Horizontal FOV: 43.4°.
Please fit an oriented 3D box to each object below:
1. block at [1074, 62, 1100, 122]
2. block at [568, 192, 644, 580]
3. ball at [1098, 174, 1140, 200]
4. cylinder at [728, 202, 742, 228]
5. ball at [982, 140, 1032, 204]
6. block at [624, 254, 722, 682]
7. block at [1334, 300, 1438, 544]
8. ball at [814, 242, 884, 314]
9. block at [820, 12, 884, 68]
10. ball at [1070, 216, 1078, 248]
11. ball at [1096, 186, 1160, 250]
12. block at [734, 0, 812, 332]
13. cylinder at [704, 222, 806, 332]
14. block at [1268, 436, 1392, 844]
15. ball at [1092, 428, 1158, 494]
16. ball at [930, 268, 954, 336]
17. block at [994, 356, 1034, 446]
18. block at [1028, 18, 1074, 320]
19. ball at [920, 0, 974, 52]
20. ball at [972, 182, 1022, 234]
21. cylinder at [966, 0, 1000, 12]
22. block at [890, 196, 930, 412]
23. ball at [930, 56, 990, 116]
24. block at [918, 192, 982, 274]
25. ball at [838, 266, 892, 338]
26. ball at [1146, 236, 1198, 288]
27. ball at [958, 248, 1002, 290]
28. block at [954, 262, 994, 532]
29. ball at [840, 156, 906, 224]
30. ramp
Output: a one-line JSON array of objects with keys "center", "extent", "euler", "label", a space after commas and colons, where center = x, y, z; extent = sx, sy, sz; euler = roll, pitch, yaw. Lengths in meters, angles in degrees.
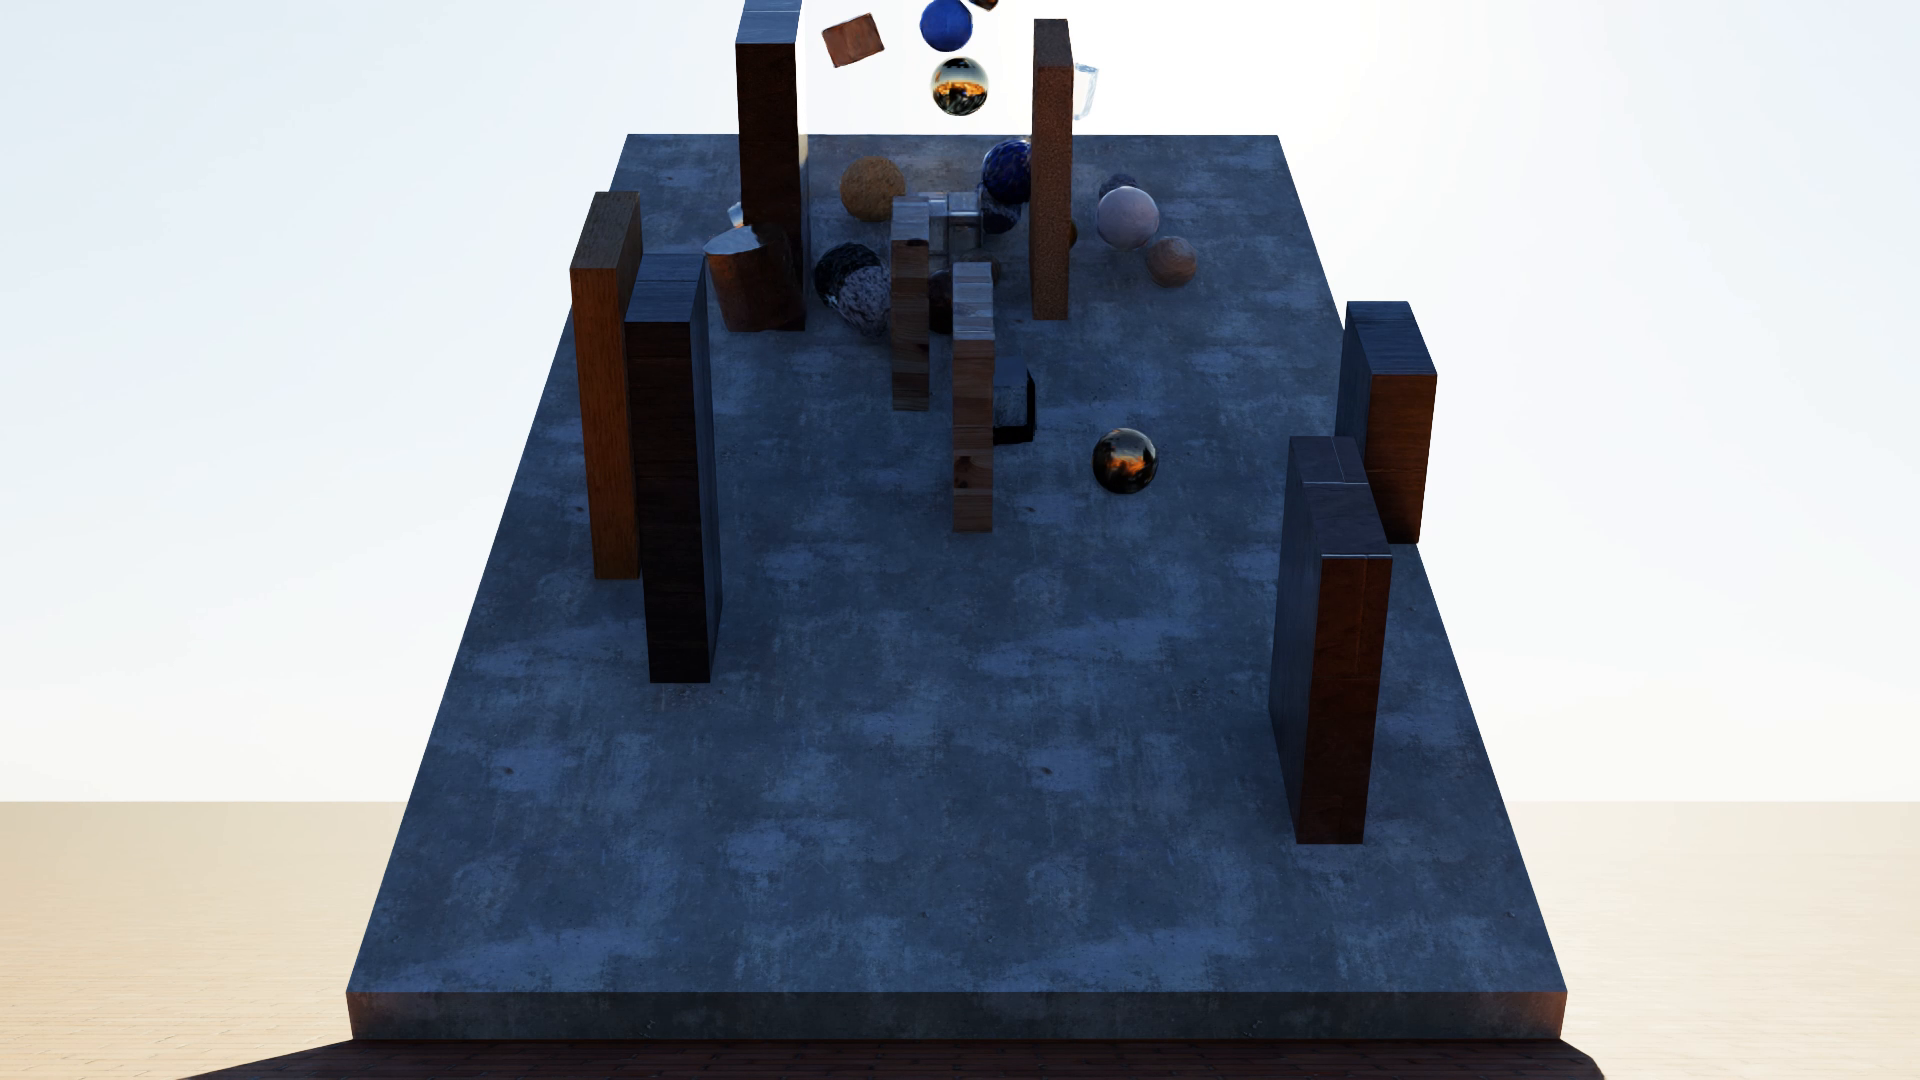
[{"center": [0.323, -1.356, 7.260], "extent": [0.140, 0.140, 0.140], "euler": [18, 24, 13], "label": "block"}, {"center": [-0.723, -0.327, 5.088], "extent": [0.092, 0.710, 0.408], "euler": [0, 30, 0], "label": "block"}, {"center": [0.452, -0.972, 6.814], "extent": [0.122, 0.122, 0.122], "euler": [0, -6, 0], "label": "ball"}, {"center": [-0.535, -0.865, 6.470], "extent": [0.127, 0.127, 0.127], "euler": [-30, -12, 8], "label": "cylinder"}, {"center": [0.144, -0.994, 6.517], "extent": [0.175, 0.175, 0.175], "euler": [0, -6, 0], "label": "ball"}, {"center": [-0.549, -0.134, 4.684], "extent": [0.118, 0.778, 0.312], "euler": [0, 30, 0], "label": "block"}, {"center": [0.926, -0.261, 5.289], "extent": [0.137, 0.407, 0.375], "euler": [0, 30, 0], "label": "block"}, {"center": [-0.283, -0.674, 6.226], "extent": [0.185, 0.185, 0.185], "euler": [0, -6, 0], "label": "ball"}, {"center": [-0.306, -1.427, 6.888], "extent": [0.113, 0.113, 0.113], "euler": [-29, 17, -28], "label": "block"}, {"center": [0.264, -0.838, 6.585], "extent": [0.116, 0.116, 0.116], "euler": [0, -6, 0], "label": "ball"}, {"center": [0.455, -0.875, 6.572], "extent": [0.174, 0.174, 0.174], "euler": [0, -6, 0], "label": "ball"}, {"center": [-0.470, -0.953, 6.135], "extent": [0.146, 0.759, 0.364], "euler": [0, 30, 0], "label": "block"}, {"center": [-0.496, -0.635, 5.839], "extent": [0.203, 0.203, 0.203], "euler": [-11, 25, 5], "label": "cylinder"}, {"center": [0.658, 0.176, 4.341], "extent": [0.117, 0.588, 0.443], "euler": [0, 30, 0], "label": "block"}, {"center": [0.369, -0.176, 5.395], "extent": [0.150, 0.150, 0.150], "euler": [0, -6, 0], "label": "ball"}, {"center": [-0.030, -0.604, 6.121], "extent": [0.169, 0.169, 0.169], "euler": [0, -6, 0], "label": "ball"}, {"center": [0.085, -0.325, 5.652], "extent": [0.151, 0.151, 0.151], "euler": [-5, 30, -9], "label": "block"}, {"center": [0.234, -0.957, 6.228], "extent": [0.089, 0.678, 0.385], "euler": [0, 30, 0], "label": "block"}, {"center": [-0.037, -1.461, 6.841], "extent": [0.155, 0.155, 0.155], "euler": [0, -6, 0], "label": "ball"}, {"center": [0.095, -0.920, 6.657], "extent": [0.154, 0.154, 0.154], "euler": [0, -6, 0], "label": "ball"}, {"center": [0.041, -1.593, 6.776], "extent": [0.162, 0.162, 0.162], "euler": [22, -14, -21], "label": "cylinder"}, {"center": [-0.117, -0.566, 5.780], "extent": [0.086, 0.441, 0.264], "euler": [0, 30, 0], "label": "block"}, {"center": [0.000, -1.295, 6.884], "extent": [0.173, 0.173, 0.173], "euler": [0, -6, 0], "label": "ball"}, {"center": [-0.028, -0.827, 6.508], "extent": [0.172, 0.172, 0.172], "euler": [0, 30, -1], "label": "block"}, {"center": [-0.213, -0.593, 6.001], "extent": [0.180, 0.180, 0.180], "euler": [0, -6, 0], "label": "ball"}, {"center": [0.560, -0.735, 6.385], "extent": [0.138, 0.138, 0.138], "euler": [0, -6, 0], "label": "ball"}, {"center": [0.048, -0.705, 6.345], "extent": [0.123, 0.123, 0.123], "euler": [0, -6, 0], "label": "ball"}, {"center": [0.028, -0.317, 5.323], "extent": [0.085, 0.464, 0.403], "euler": [0, 30, 0], "label": "block"}, {"center": [-0.243, -0.982, 6.761], "extent": [0.189, 0.189, 0.189], "euler": [0, -6, 0], "label": "ball"}, {"center": [-0.013, -0.211, 5.706], "extent": [2.000, 0.100, 4.000], "euler": [0, 30, 0], "label": "ramp"}]
